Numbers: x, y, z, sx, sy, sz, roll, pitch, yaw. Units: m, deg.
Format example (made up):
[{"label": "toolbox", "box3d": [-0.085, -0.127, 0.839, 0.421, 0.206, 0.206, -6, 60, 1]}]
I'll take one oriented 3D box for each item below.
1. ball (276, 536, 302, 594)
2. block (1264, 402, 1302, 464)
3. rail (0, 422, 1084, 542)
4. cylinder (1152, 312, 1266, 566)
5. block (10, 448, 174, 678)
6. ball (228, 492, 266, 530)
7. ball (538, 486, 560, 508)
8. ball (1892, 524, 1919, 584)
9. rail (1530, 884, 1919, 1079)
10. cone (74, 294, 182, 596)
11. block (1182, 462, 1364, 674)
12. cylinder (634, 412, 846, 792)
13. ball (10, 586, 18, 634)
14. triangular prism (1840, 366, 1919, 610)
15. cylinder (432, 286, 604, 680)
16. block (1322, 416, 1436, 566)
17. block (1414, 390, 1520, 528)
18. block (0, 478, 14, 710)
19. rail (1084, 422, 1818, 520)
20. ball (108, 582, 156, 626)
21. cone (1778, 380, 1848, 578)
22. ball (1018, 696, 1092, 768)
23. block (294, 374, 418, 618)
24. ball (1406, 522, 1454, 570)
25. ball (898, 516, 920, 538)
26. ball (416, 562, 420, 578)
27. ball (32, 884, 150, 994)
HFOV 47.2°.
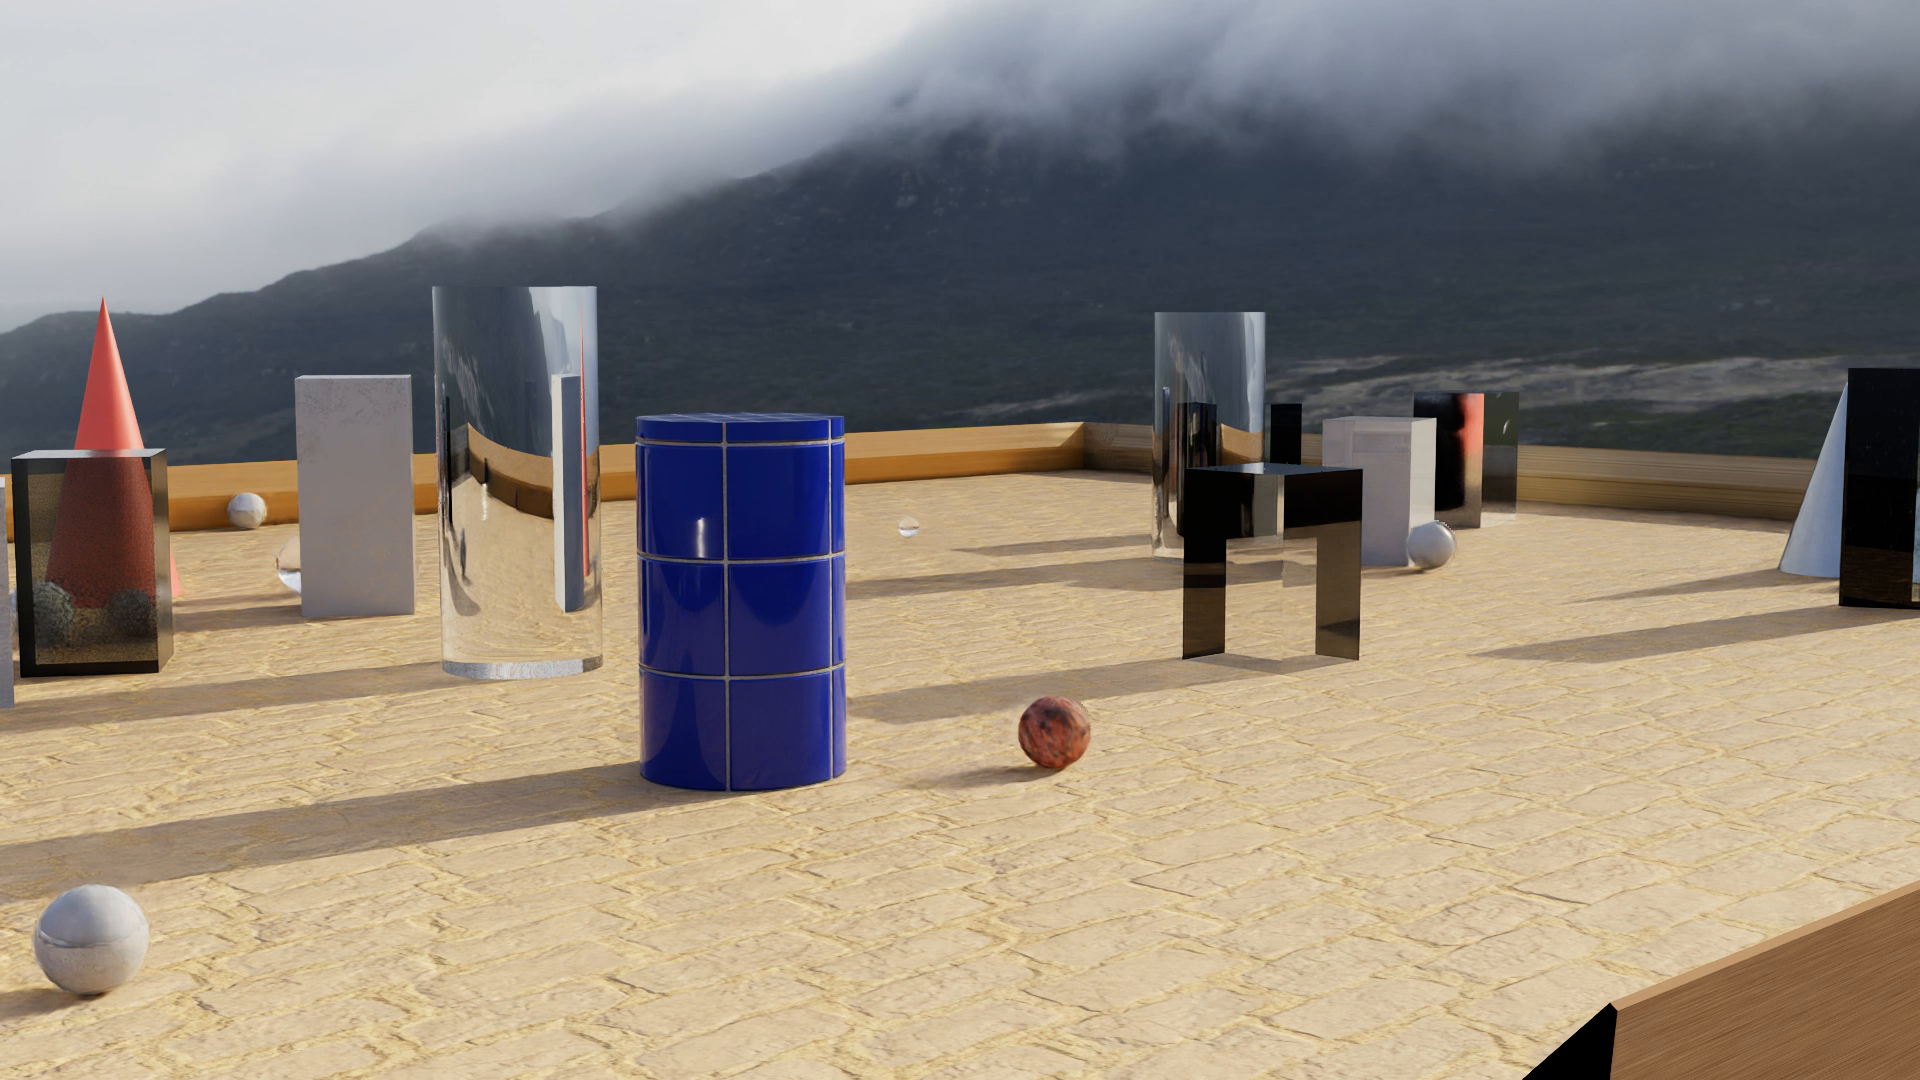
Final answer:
[{"label": "ball", "box3d": [-1.030, 0.038, 3.471, 0.093, 0.093, 0.093, 0, 6, 0]}, {"label": "block", "box3d": [0.574, -0.146, 4.439, 0.160, 0.260, 0.160, -4, 7, -37]}, {"label": "rail", "box3d": [-1.287, -0.111, 4.719, 4.500, 0.130, 0.045, -5, 8, -42]}, {"label": "cylinder", "box3d": [0.443, -0.184, 3.923, 0.199, 0.442, 0.199, 0, 6, 0]}, {"label": "block", "box3d": [-1.085, 0.025, 2.760, 0.160, 0.268, 0.160, -1, 6, -13]}, {"label": "ball", "box3d": [-1.457, -0.059, 4.494, 0.076, 0.076, 0.076, 0, 6, 0]}, {"label": "ball", "box3d": [-0.935, -0.099, 5.011, 0.049, 0.049, 0.049, 0, 6, 0]}, {"label": "ball", "box3d": [1.581, 0.022, 3.600, 0.100, 0.100, 0.100, 0, 6, 0]}, {"label": "rail", "box3d": [1.287, 0.178, 1.945, 4.500, 0.130, 0.045, -5, 8, -42]}, {"label": "cone", "box3d": [-1.328, -0.147, 3.433, 0.199, 0.470, 0.199, 0, 6, 0]}, {"label": "block", "box3d": [0.398, 0.032, 2.801, 0.160, 0.246, 0.160, -6, 8, -43]}, {"label": "cylinder", "box3d": [-0.210, 0.053, 2.120, 0.199, 0.343, 0.199, 0, 6, 0]}, {"label": "ball", "box3d": [-1.229, 0.093, 2.947, 0.092, 0.092, 0.092, 0, 6, 0]}, {"label": "triangular prism", "box3d": [1.439, -0.083, 3.352, 0.173, 0.360, 0.150, 2, 6, 20]}, {"label": "cylinder", "box3d": [-0.549, -0.077, 2.743, 0.199, 0.474, 0.199, 0, 6, 0]}, {"label": "block", "box3d": [0.749, -0.090, 3.932, 0.160, 0.253, 0.160, 3, 7, 27]}, {"label": "block", "box3d": [1.060, -0.173, 4.617, 0.160, 0.276, 0.160, 5, 8, 40]}, {"label": "block", "box3d": [-1.168, 0.061, 2.501, 0.160, 0.249, 0.160, -3, 6, -23]}, {"label": "rail", "box3d": [1.636, -0.123, 4.833, 0.045, 0.130, 3.842, -5, 8, -42]}, {"label": "ball", "box3d": [-1.173, 0.091, 3.112, 0.064, 0.064, 0.064, 0, 6, 0]}, {"label": "cone", "box3d": [1.509, -0.109, 3.758, 0.199, 0.326, 0.199, 0, 6, 0]}, {"label": "ball", "box3d": [0.092, 0.188, 2.146, 0.071, 0.071, 0.071, 0, 6, 0]}, {"label": "block", "box3d": [-0.899, -0.070, 3.281, 0.160, 0.348, 0.160, -1, 6, -12]}, {"label": "ball", "box3d": [0.813, 0.010, 3.800, 0.082, 0.082, 0.082, 0, 6, 0]}, {"label": "ball", "box3d": [-0.101, -0.026, 4.342, 0.041, 0.041, 0.041, 0, 6, 0]}, {"label": "ball", "box3d": [-0.908, 0.048, 3.588, 0.050, 0.050, 0.050, 0, 6, 0]}, {"label": "ball", "box3d": [-0.568, 0.261, 1.439, 0.071, 0.071, 0.071, 0, 6, 0]}]
